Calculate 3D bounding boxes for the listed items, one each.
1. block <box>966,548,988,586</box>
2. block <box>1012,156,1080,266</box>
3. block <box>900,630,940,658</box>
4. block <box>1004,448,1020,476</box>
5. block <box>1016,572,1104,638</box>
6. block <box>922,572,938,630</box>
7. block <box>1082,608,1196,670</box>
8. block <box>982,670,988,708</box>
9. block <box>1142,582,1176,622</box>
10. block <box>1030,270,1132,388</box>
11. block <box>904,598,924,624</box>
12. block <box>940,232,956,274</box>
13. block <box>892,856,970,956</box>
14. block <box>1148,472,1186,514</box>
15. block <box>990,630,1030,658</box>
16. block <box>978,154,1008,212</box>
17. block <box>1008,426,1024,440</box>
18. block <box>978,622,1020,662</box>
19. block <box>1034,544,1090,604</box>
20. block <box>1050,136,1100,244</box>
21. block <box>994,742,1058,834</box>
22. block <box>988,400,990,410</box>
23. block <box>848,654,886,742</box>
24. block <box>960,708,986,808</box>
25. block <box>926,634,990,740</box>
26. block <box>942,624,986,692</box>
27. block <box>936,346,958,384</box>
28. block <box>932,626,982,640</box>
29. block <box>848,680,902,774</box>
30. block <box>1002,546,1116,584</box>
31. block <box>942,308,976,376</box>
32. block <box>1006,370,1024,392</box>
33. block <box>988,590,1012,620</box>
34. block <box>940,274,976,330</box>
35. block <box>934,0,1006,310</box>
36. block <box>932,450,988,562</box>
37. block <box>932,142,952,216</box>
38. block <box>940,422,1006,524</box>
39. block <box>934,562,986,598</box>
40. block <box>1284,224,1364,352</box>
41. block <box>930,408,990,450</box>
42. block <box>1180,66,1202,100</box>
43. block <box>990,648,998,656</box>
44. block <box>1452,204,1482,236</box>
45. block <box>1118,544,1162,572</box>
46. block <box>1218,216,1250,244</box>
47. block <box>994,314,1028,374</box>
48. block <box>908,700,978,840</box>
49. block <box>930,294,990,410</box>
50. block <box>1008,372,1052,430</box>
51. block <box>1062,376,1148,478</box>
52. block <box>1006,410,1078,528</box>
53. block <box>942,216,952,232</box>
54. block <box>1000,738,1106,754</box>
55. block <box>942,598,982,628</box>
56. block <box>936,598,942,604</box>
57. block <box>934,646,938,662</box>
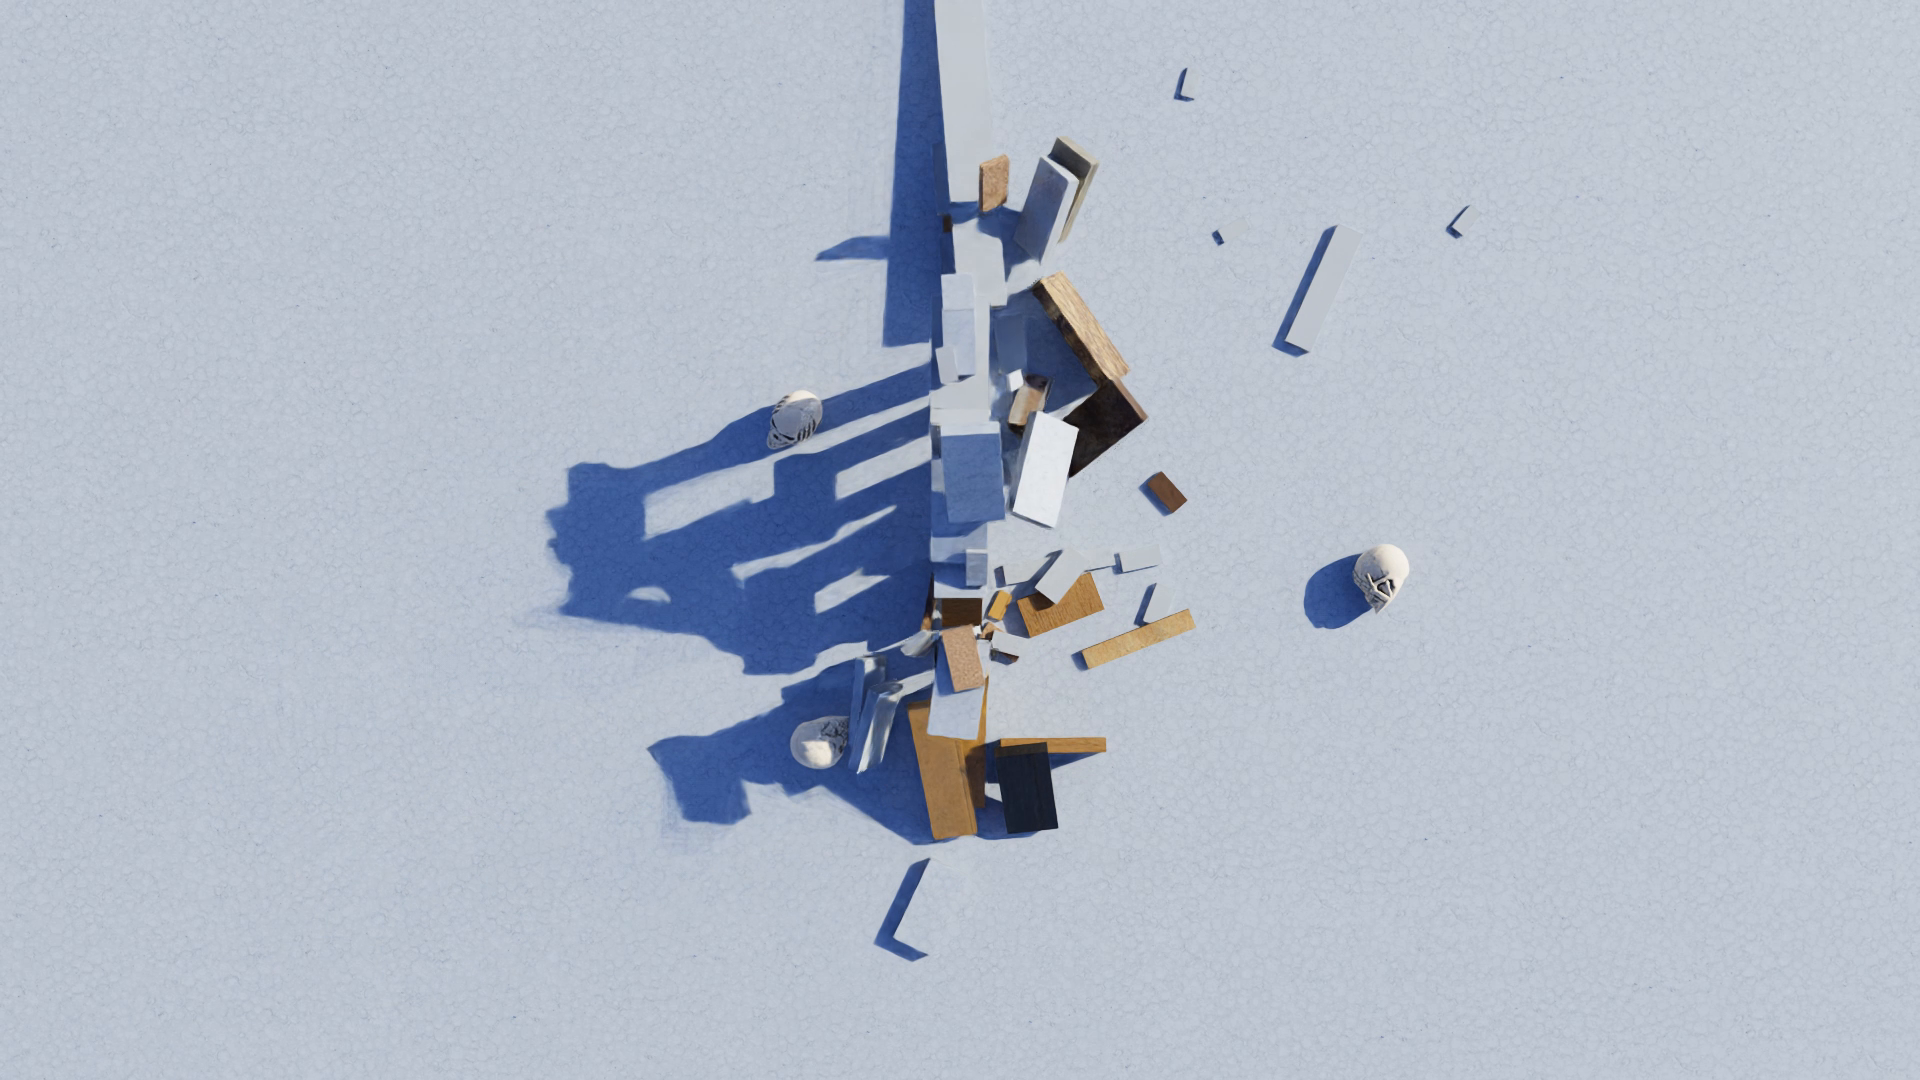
[{"bbox_3d":[0.052,0.085,5.082,0.065,0.018,0.131,1,127,0],"label":"block"},{"bbox_3d":[0.277,-1.069,5.349,0.044,0.312,0.156,-14,49,-35],"label":"block"},{"bbox_3d":[-0.124,0.340,5.400,0.095,0.190,0.027,-43,75,7],"label":"block"},{"bbox_3d":[0.252,-0.267,5.439,0.190,0.027,0.095,-13,111,20],"label":"block"},{"bbox_3d":[0.334,0.216,5.481,0.263,0.037,0.131,-21,90,0],"label":"block"},{"bbox_3d":[-0.093,0.201,5.436,0.027,0.095,0.190,11,91,3],"label":"block"},{"bbox_3d":[0.593,0.328,5.477,0.380,0.019,0.067,-22,94,3],"label":"block"},{"bbox_3d":[0.011,0.477,5.267,0.153,0.481,0.043,1,70,0],"label":"block"},{"bbox_3d":[0.663,0.217,5.491,0.067,0.019,0.134,21,90,0],"label":"block"},{"bbox_3d":[0.398,-0.689,5.416,0.048,0.170,0.407,-35,90,35],"label":"block"},{"bbox_3d":[-0.134,0.240,5.493,0.046,0.013,0.093,-44,90,2],"label":"block"},{"bbox_3d":[-0.001,-0.898,5.456,0.120,0.034,0.239,-3,100,1],"label":"block"},{"bbox_3d":[-0.095,1.217,5.479,0.145,0.041,0.290,25,90,0],"label":"block"},{"bbox_3d":[0.690,-0.159,5.491,0.065,0.018,0.131,-42,90,0],"label":"block"},{"bbox_3d":[0.167,0.345,5.473,0.125,0.018,0.063,15,90,0],"label":"block"},{"bbox_3d":[0.107,-1.139,5.272,0.093,0.186,0.026,-26,59,-17],"label":"block"},{"bbox_3d":[0.213,-0.358,5.482,0.101,0.014,0.050,41,65,0],"label":"block"},{"bbox_3d":[0.140,0.340,5.491,0.149,0.018,0.063,35,90,0],"label":"block"},{"bbox_3d":[0.340,0.116,5.455,0.091,0.026,0.182,38,84,10],"label":"block"},{"bbox_3d":[0.328,-1.135,5.357,0.156,0.044,0.312,43,133,20],"label":"block"},{"bbox_3d":[0.218,0.811,5.379,0.170,0.048,0.340,-7,124,4],"label":"block"},{"bbox_3d":[0.003,-0.379,5.012,0.167,0.334,0.047,-3,82,0],"label":"block"},{"bbox_3d":[-0.304,0.517,5.415,0.037,0.131,0.272,10,99,27],"label":"block"},{"bbox_3d":[-0.001,0.717,5.425,0.170,0.048,0.340,1,108,0],"label":"block"},{"bbox_3d":[-0.005,0.448,5.012,0.153,0.043,0.307,8,103,-2],"label":"block"},{"bbox_3d":[0.011,0.354,4.954,0.095,0.027,0.190,-12,103,3],"label":"block"},{"bbox_3d":[-0.038,-0.506,4.756,0.050,0.014,0.101,-9,104,1],"label":"block"},{"bbox_3d":[-0.009,0.305,5.398,0.091,0.182,0.026,-9,88,24],"label":"block"},{"bbox_3d":[-0.277,0.609,5.385,0.041,0.145,0.290,24,110,25],"label":"block"},{"bbox_3d":[0.329,0.084,5.491,0.370,0.018,0.065,-10,90,0],"label":"block"},{"bbox_3d":[-0.002,-0.570,4.761,0.093,0.026,0.186,-3,104,0],"label":"block"},{"bbox_3d":[0.162,-0.479,4.948,0.014,0.101,0.050,-3,104,23],"label":"block"},{"bbox_3d":[0.135,0.217,5.493,0.046,0.013,0.093,26,90,0],"label":"block"},{"bbox_3d":[-0.003,-0.677,4.785,0.093,0.026,0.186,-3,90,0],"label":"block"},{"bbox_3d":[0.026,-1.363,5.425,0.156,0.044,1.226,-5,85,0],"label":"block"},{"bbox_3d":[-0.001,-0.101,5.045,0.173,0.049,0.346,1,111,0],"label":"block"},{"bbox_3d":[-0.024,-1.195,5.451,0.120,0.034,0.239,-5,85,-1],"label":"block"},{"bbox_3d":[0.040,-0.197,4.884,0.173,0.049,0.346,-3,134,2],"label":"block"},{"bbox_3d":[0.000,0.020,5.151,0.162,0.046,0.323,0,90,0],"label":"block"},{"bbox_3d":[1.210,-0.838,5.487,0.091,0.026,0.427,24,90,0],"label":"block"},{"bbox_3d":[0.000,-0.303,4.984,0.173,0.395,0.049,1,74,0],"label":"block"},{"bbox_3d":[0.769,-1.522,5.493,0.049,0.014,0.097,15,90,0],"label":"block"},{"bbox_3d":[0.062,0.356,5.468,0.125,0.063,0.018,21,82,0],"label":"block"},{"bbox_3d":[1.687,-1.065,5.493,0.049,0.014,0.097,40,90,0],"label":"block"},{"bbox_3d":[0.601,0.060,5.491,0.134,0.019,0.067,-12,90,0],"label":"block"},{"bbox_3d":[0.912,-1.033,5.493,0.097,0.014,0.049,-28,90,0],"label":"block"},{"bbox_3d":[0.170,-0.650,5.487,0.095,0.027,0.190,-6,90,0],"label":"block"},{"bbox_3d":[-0.055,0.747,5.365,0.145,0.041,0.507,-8,115,4],"label":"block"},{"bbox_3d":[0.001,-0.548,4.821,0.167,0.047,0.334,1,89,0],"label":"block"},{"bbox_3d":[0.231,-0.457,5.448,0.095,0.027,0.190,15,73,14],"label":"block"},{"bbox_3d":[0.435,-0.366,5.387,0.340,0.048,0.170,-39,88,34],"label":"block"},{"bbox_3d":[0.263,-0.226,5.303,0.170,0.048,0.340,21,77,-30],"label":"block"},{"bbox_3d":[0.004,-1.056,5.483,0.120,0.034,0.239,2,90,0],"label":"block"},{"bbox_3d":[0.303,0.674,5.413,0.340,0.170,0.048,-1,82,0],"label":"block"},{"bbox_3d":[0.006,0.211,5.376,0.131,0.263,0.037,0,61,0],"label":"block"},{"bbox_3d":[-0.042,0.195,5.492,0.113,0.016,0.057,30,90,0],"label":"block"},{"bbox_3d":[-0.003,0.357,5.171,0.153,0.307,0.043,1,87,0],"label":"block"}]
